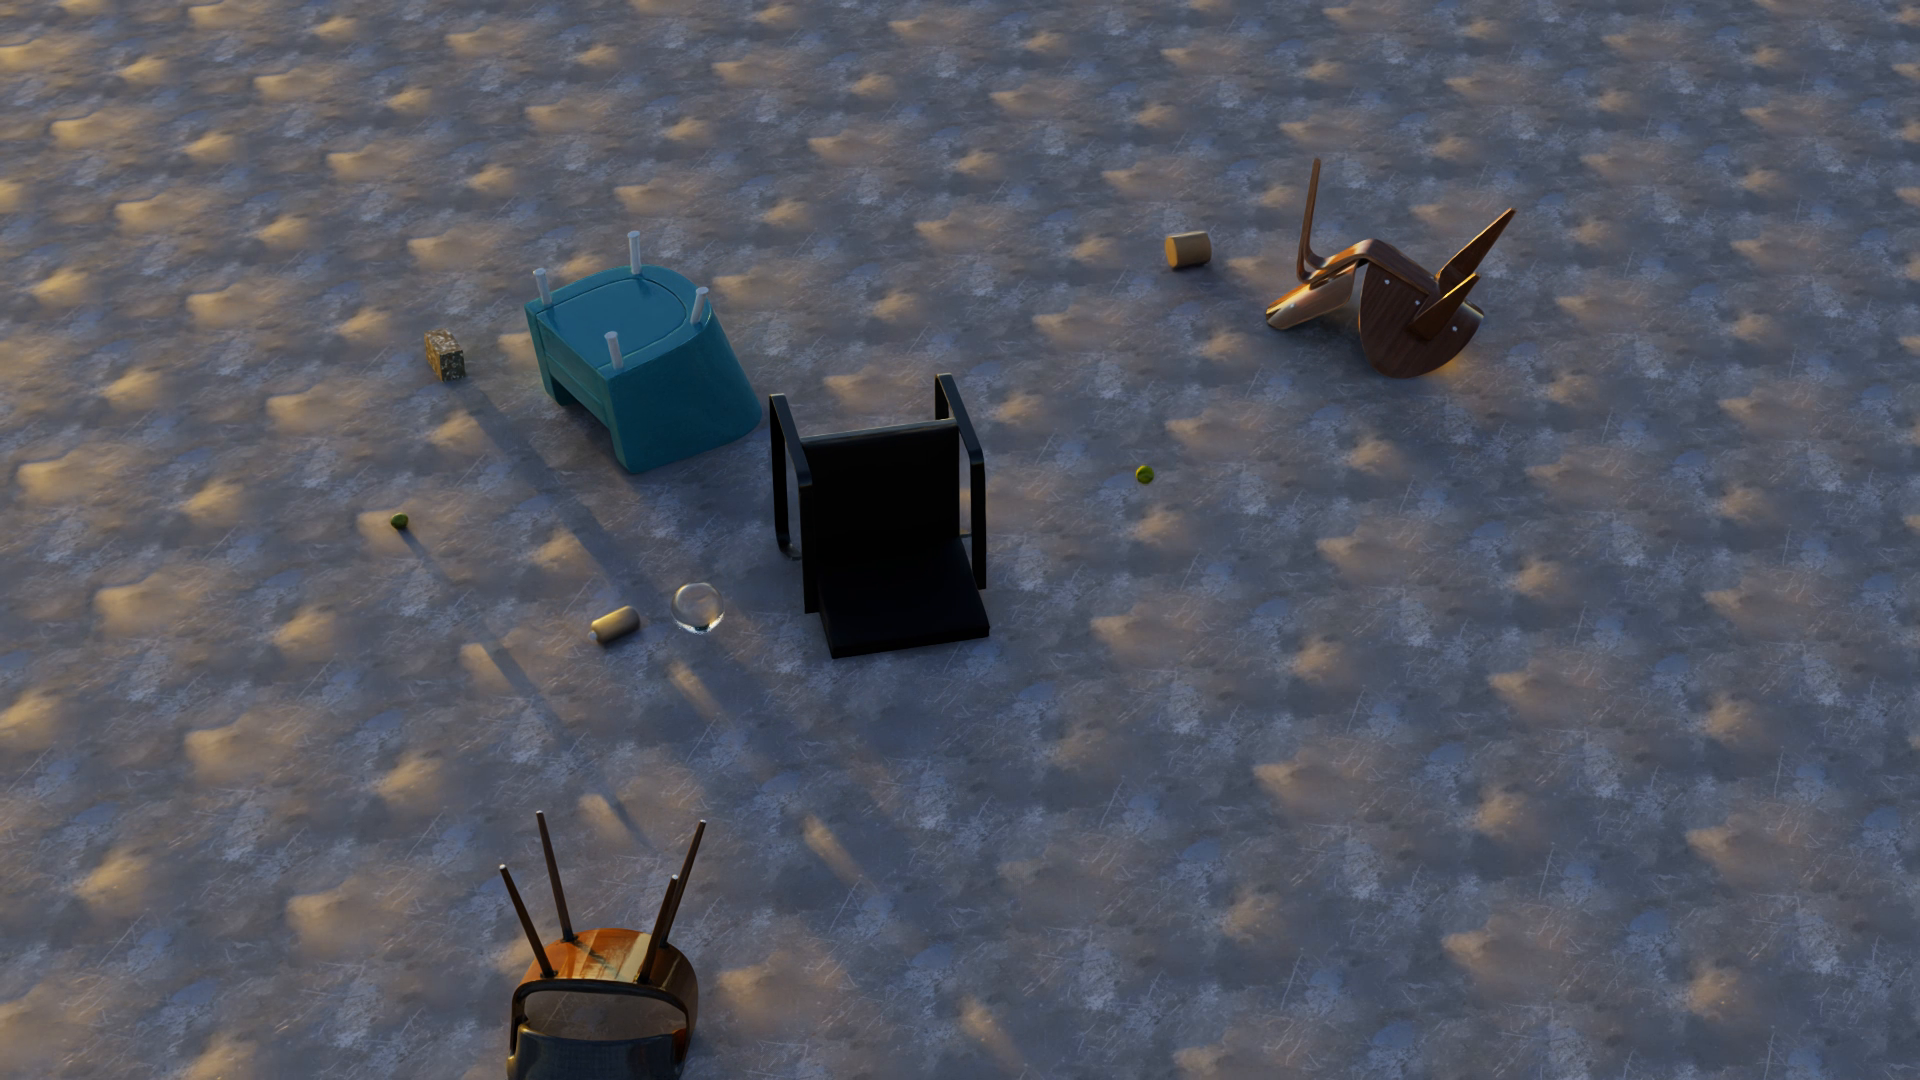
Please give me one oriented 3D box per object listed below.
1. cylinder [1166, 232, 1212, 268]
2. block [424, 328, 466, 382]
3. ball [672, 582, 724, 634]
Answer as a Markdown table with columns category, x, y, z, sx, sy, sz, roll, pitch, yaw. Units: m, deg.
| category | x | y | z | sx | sy | sz | roll | pitch | yaw |
| --- | --- | --- | --- | --- | --- | --- | --- | --- | --- |
| cylinder | 0.993 | -1.261 | 12.735 | 0.159 | 0.137 | 0.135 | -10 | 4 | -15 |
| block | -2.105 | -0.758 | 11.978 | 0.099 | 0.127 | 0.209 | -15 | 36 | -21 |
| ball | -0.931 | 0.240 | 10.410 | 0.188 | 0.188 | 0.188 | 0 | 33 | 0 |
